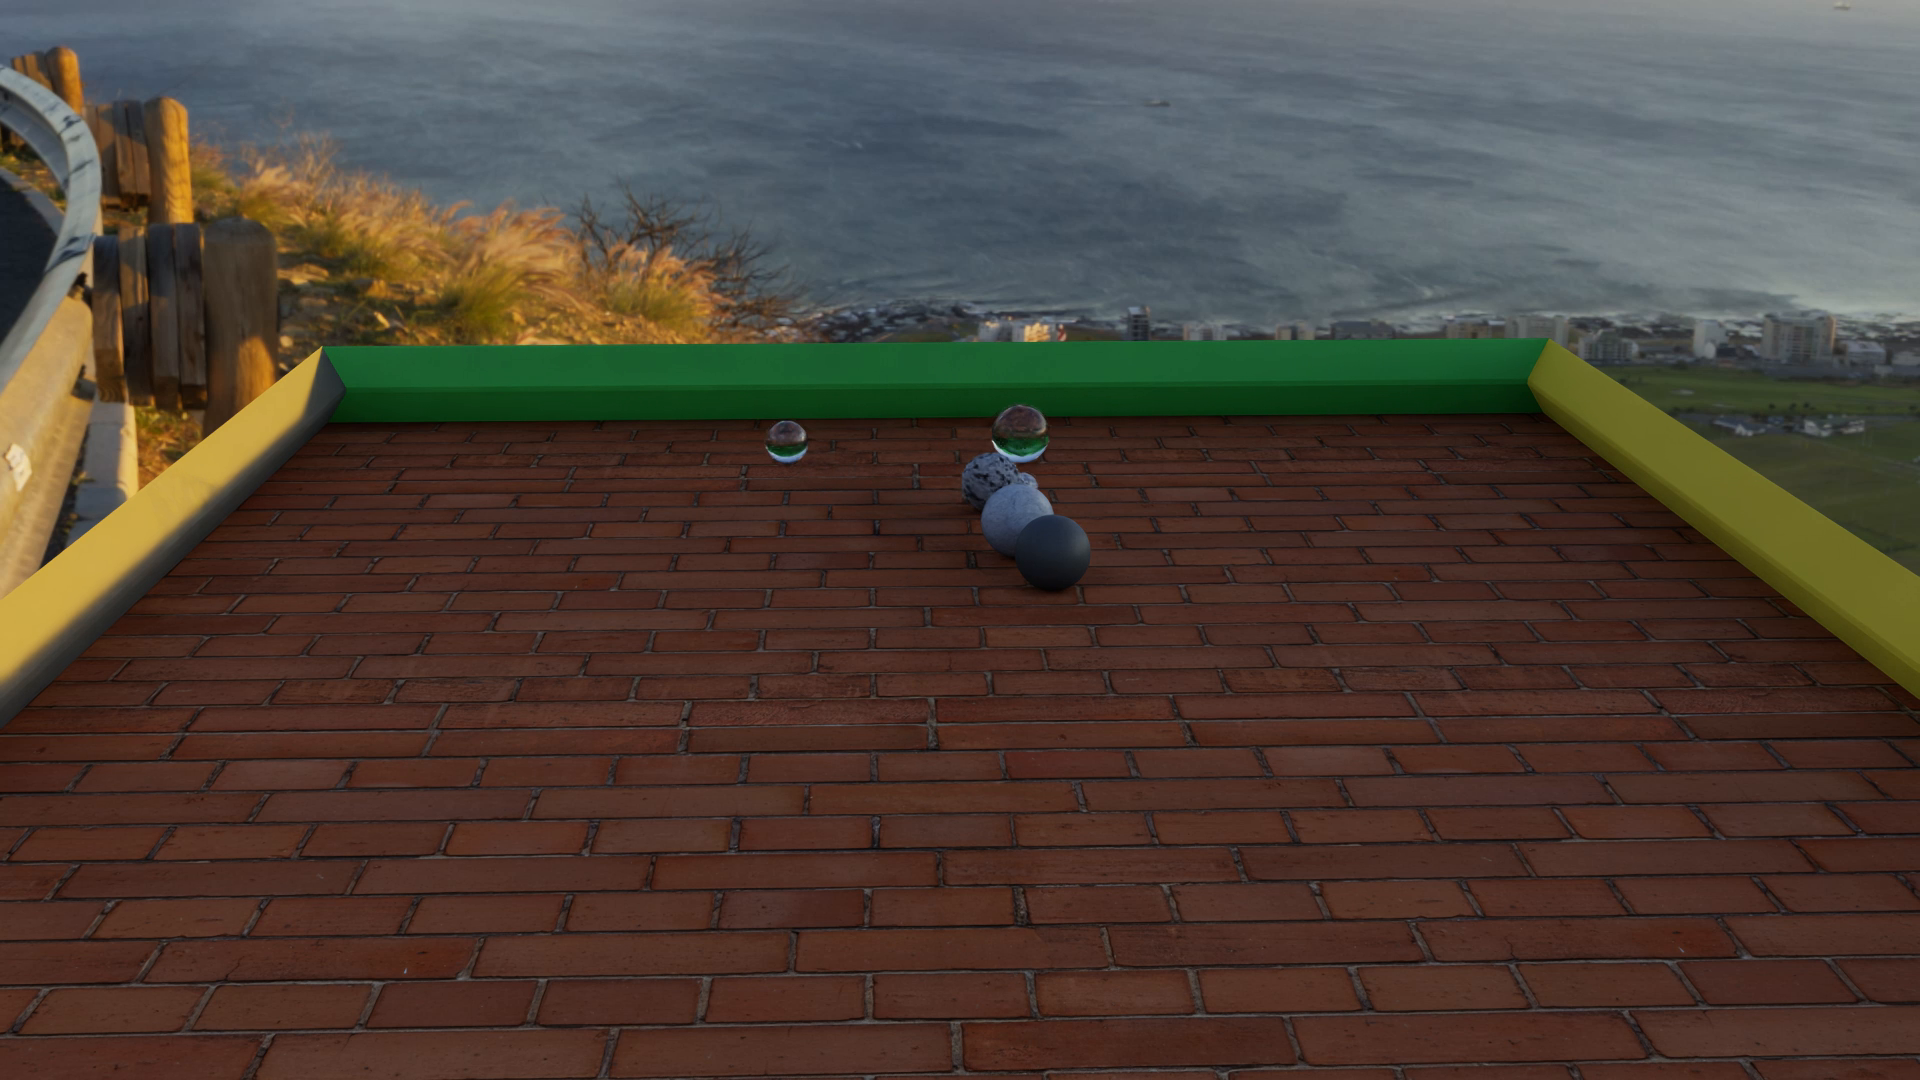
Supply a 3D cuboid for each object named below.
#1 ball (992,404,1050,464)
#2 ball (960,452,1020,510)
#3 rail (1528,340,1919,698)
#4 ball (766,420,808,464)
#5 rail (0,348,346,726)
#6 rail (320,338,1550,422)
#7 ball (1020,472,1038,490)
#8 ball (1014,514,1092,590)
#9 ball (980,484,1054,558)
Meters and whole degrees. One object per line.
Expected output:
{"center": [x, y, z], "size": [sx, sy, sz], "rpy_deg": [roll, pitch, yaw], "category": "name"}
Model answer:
{"center": [0.090, -0.156, 3.245], "size": [0.086, 0.086, 0.086], "rpy_deg": [0, 16, 0], "category": "ball"}
{"center": [0.042, -0.078, 2.985], "size": [0.081, 0.081, 0.081], "rpy_deg": [0, 16, 0], "category": "ball"}
{"center": [0.988, 0.202, 1.938], "size": [0.045, 0.121, 3.382], "rpy_deg": [-1, 16, -2], "category": "rail"}
{"center": [-0.255, -0.144, 3.247], "size": [0.064, 0.064, 0.064], "rpy_deg": [0, 16, 0], "category": "ball"}
{"center": [-0.928, 0.221, 1.873], "size": [0.045, 0.121, 3.382], "rpy_deg": [-1, 16, -2], "category": "rail"}
{"center": [-0.029, -0.251, 3.507], "size": [1.965, 0.121, 0.045], "rpy_deg": [-1, 16, -2], "category": "rail"}
{"center": [0.086, -0.072, 3.035], "size": [0.042, 0.042, 0.042], "rpy_deg": [0, 16, 0], "category": "ball"}
{"center": [0.111, 0.015, 2.642], "size": [0.092, 0.092, 0.092], "rpy_deg": [0, 16, 0], "category": "ball"}
{"center": [0.073, -0.024, 2.777], "size": [0.093, 0.093, 0.093], "rpy_deg": [0, 16, 0], "category": "ball"}
